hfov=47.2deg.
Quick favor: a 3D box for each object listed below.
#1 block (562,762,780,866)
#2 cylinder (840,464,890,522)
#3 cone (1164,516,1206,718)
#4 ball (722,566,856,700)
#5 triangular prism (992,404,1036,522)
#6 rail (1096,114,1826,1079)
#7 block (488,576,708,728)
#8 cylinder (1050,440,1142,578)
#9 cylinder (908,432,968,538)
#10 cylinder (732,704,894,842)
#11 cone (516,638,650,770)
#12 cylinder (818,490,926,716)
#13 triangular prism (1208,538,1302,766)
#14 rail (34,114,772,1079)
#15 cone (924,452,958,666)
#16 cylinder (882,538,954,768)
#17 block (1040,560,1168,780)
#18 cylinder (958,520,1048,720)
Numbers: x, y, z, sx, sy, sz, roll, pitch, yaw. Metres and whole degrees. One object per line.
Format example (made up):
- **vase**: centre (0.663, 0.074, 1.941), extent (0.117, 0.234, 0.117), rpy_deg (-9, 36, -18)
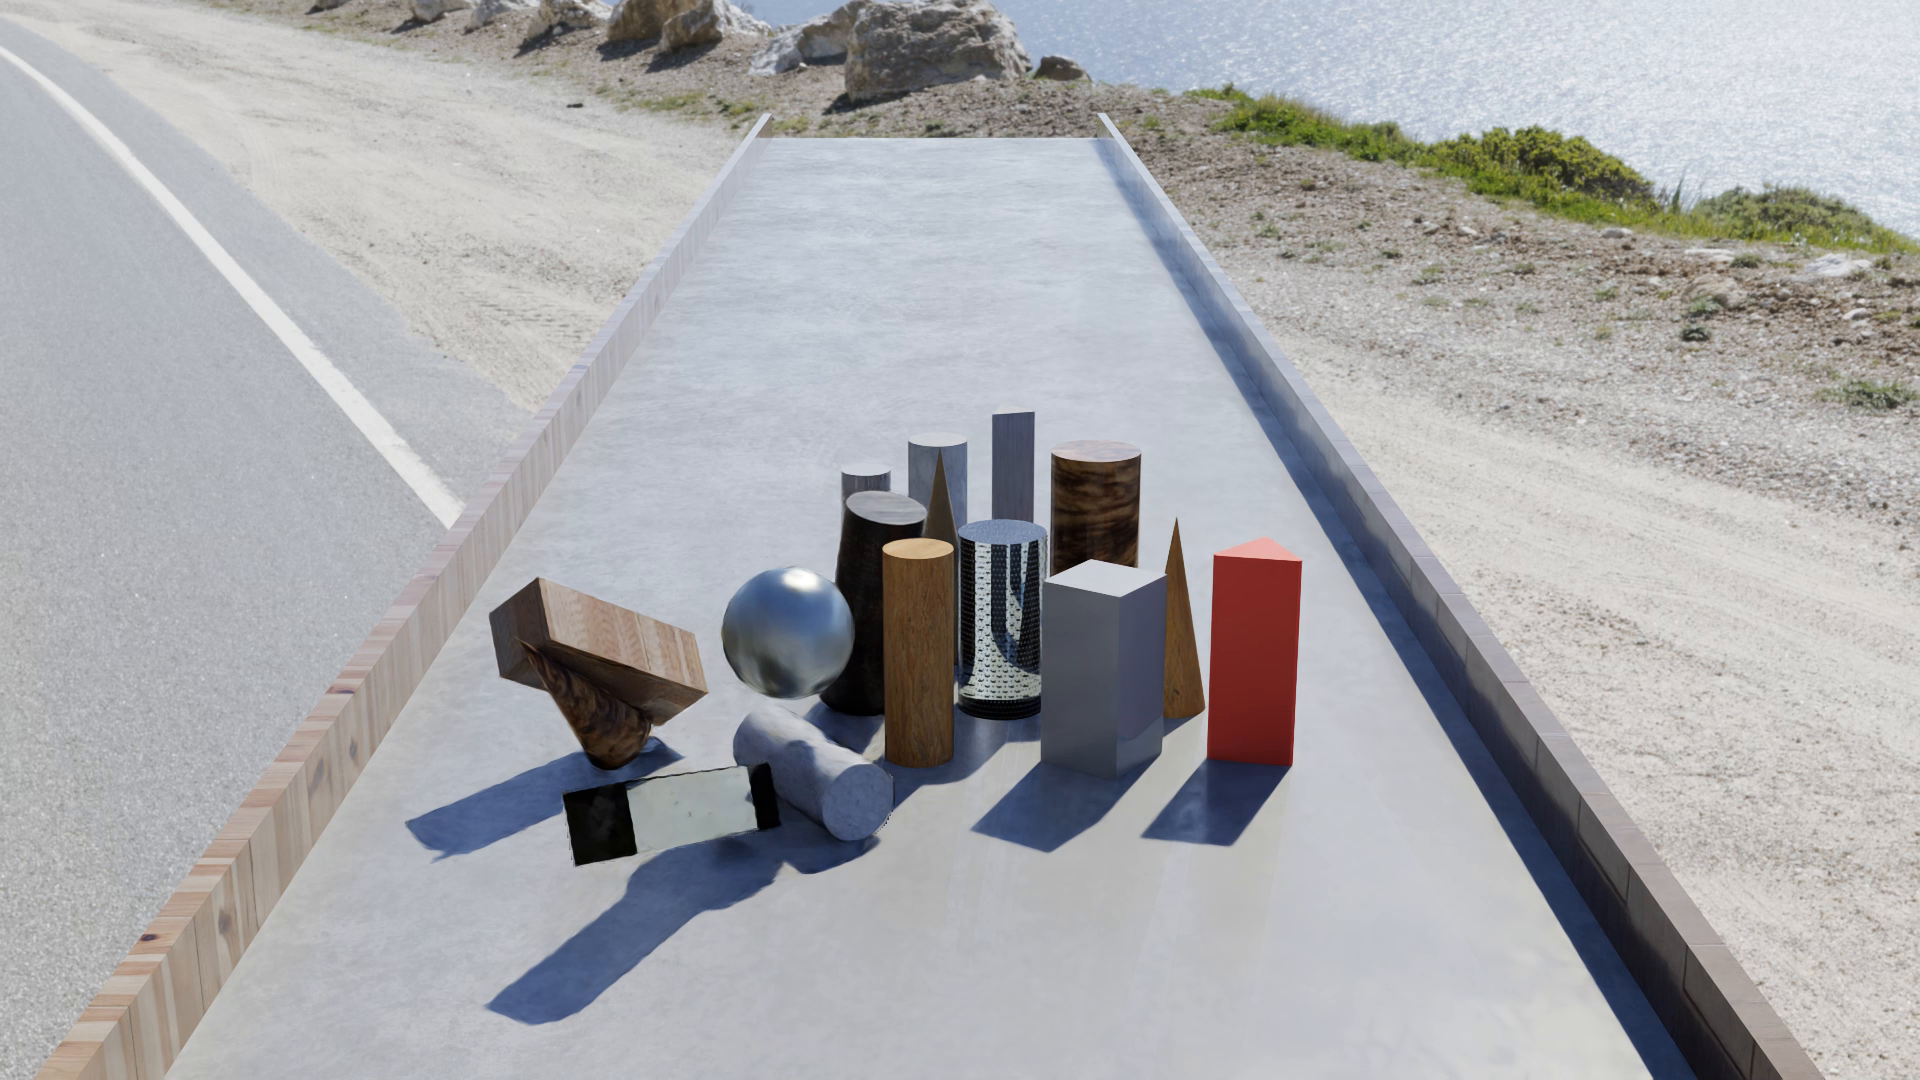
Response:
- **block**: centre (-0.432, 0.415, 3.370), extent (0.105, 0.105, 0.456), rpy_deg (-13, -7, 21)
- **cylinder**: centre (-0.198, 0.004, 4.655), extent (0.105, 0.318, 0.105), rpy_deg (0, 17, 0)
- **cone**: centre (0.401, 0.134, 4.116), extent (0.130, 0.377, 0.130), rpy_deg (0, 17, 0)
- **ball**: centre (-0.284, 0.154, 3.636), extent (0.221, 0.221, 0.221), rpy_deg (0, 17, 0)
- **triangular prism**: centre (0.099, -0.054, 4.613), extent (0.091, 0.454, 0.079), rpy_deg (-5, 17, -16)
- **rail**: centre (0.932, -0.844, 7.801), extent (0.050, 0.150, 12.000), rpy_deg (0, 17, -1)
- **block**: centre (-0.636, 0.203, 3.890), extent (0.129, 0.129, 0.384), rpy_deg (-34, -35, 24)
- **cylinder**: centre (0.268, 0.029, 4.381), extent (0.178, 0.427, 0.178), rpy_deg (0, 17, 0)
- **cylinder**: centre (-0.049, -0.070, 4.906), extent (0.131, 0.318, 0.131), rpy_deg (0, 17, 0)
- **cylinder**: centre (-0.250, 0.388, 3.690), extent (0.133, 0.133, 0.315), rpy_deg (-10, 19, -31)
- **cone**: centre (-0.671, 0.256, 3.772), extent (0.126, 0.340, 0.126), rpy_deg (-15, 49, 18)
- **cylinder**: centre (-0.165, 0.119, 4.096), extent (0.150, 0.395, 0.150), rpy_deg (8, 24, -4)
- **triangular prism**: centre (0.529, 0.194, 3.909), extent (0.150, 0.379, 0.130), rpy_deg (4, 17, 13)
- **rail**: centre (-1.118, -0.838, 7.780), extent (0.050, 0.150, 12.000), rpy_deg (0, 17, -1)
- **cone**: centre (-0.039, 0.022, 4.393), extent (0.159, 0.433, 0.159), rpy_deg (0, 17, 0)
- **cylinder**: centre (-0.073, 0.199, 3.880), extent (0.124, 0.386, 0.124), rpy_deg (0, 17, 0)
- **block**: centre (0.253, 0.226, 3.878), extent (0.157, 0.335, 0.157), rpy_deg (11, 20, 34)
- **cylinder**: centre (0.079, 0.149, 4.127), extent (0.166, 0.342, 0.166), rpy_deg (0, 17, 0)
